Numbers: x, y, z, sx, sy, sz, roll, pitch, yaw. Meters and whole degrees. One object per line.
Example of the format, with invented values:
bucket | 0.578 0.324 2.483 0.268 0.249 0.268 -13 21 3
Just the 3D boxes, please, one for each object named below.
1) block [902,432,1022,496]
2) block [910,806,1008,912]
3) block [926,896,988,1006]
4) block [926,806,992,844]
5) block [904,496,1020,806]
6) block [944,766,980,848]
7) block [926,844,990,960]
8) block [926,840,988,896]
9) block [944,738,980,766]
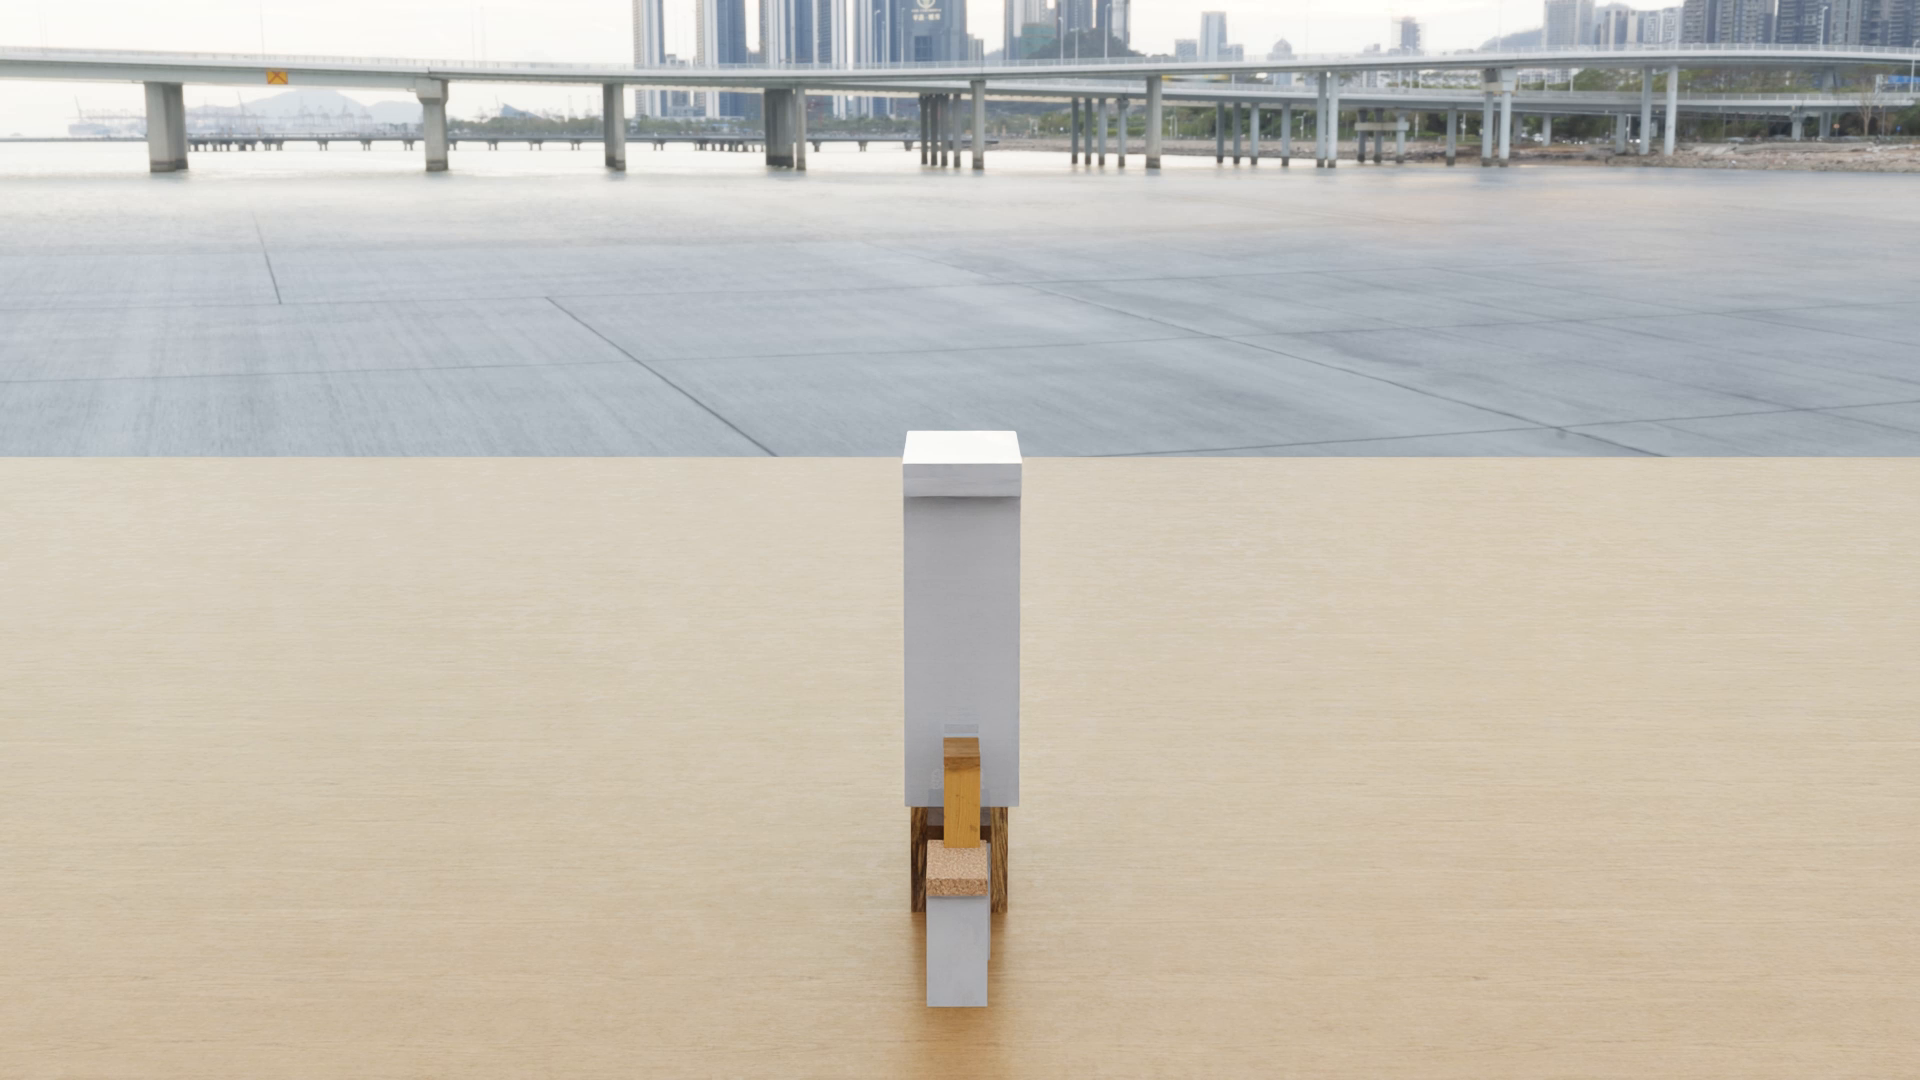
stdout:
block | 0.003 -0.122 3.456 0.178 0.050 0.355 0 11 0
block | -0.001 0.448 3.574 0.157 0.314 0.044 0 11 0
block | -0.004 0.589 3.192 0.088 0.175 0.025 0 11 0
block | -0.001 0.427 3.414 0.097 0.027 0.194 0 11 0
block | 0.003 0.167 3.389 0.178 0.493 0.050 0 11 0
block | 0.003 0.394 3.275 0.054 0.128 0.015 0 10 0
block | -0.002 0.547 3.370 0.097 0.193 0.027 0 11 0
block | -0.004 0.480 3.231 0.088 0.025 0.175 0 11 0
block | 0.002 0.318 3.297 0.054 0.015 0.107 0 11 -1
